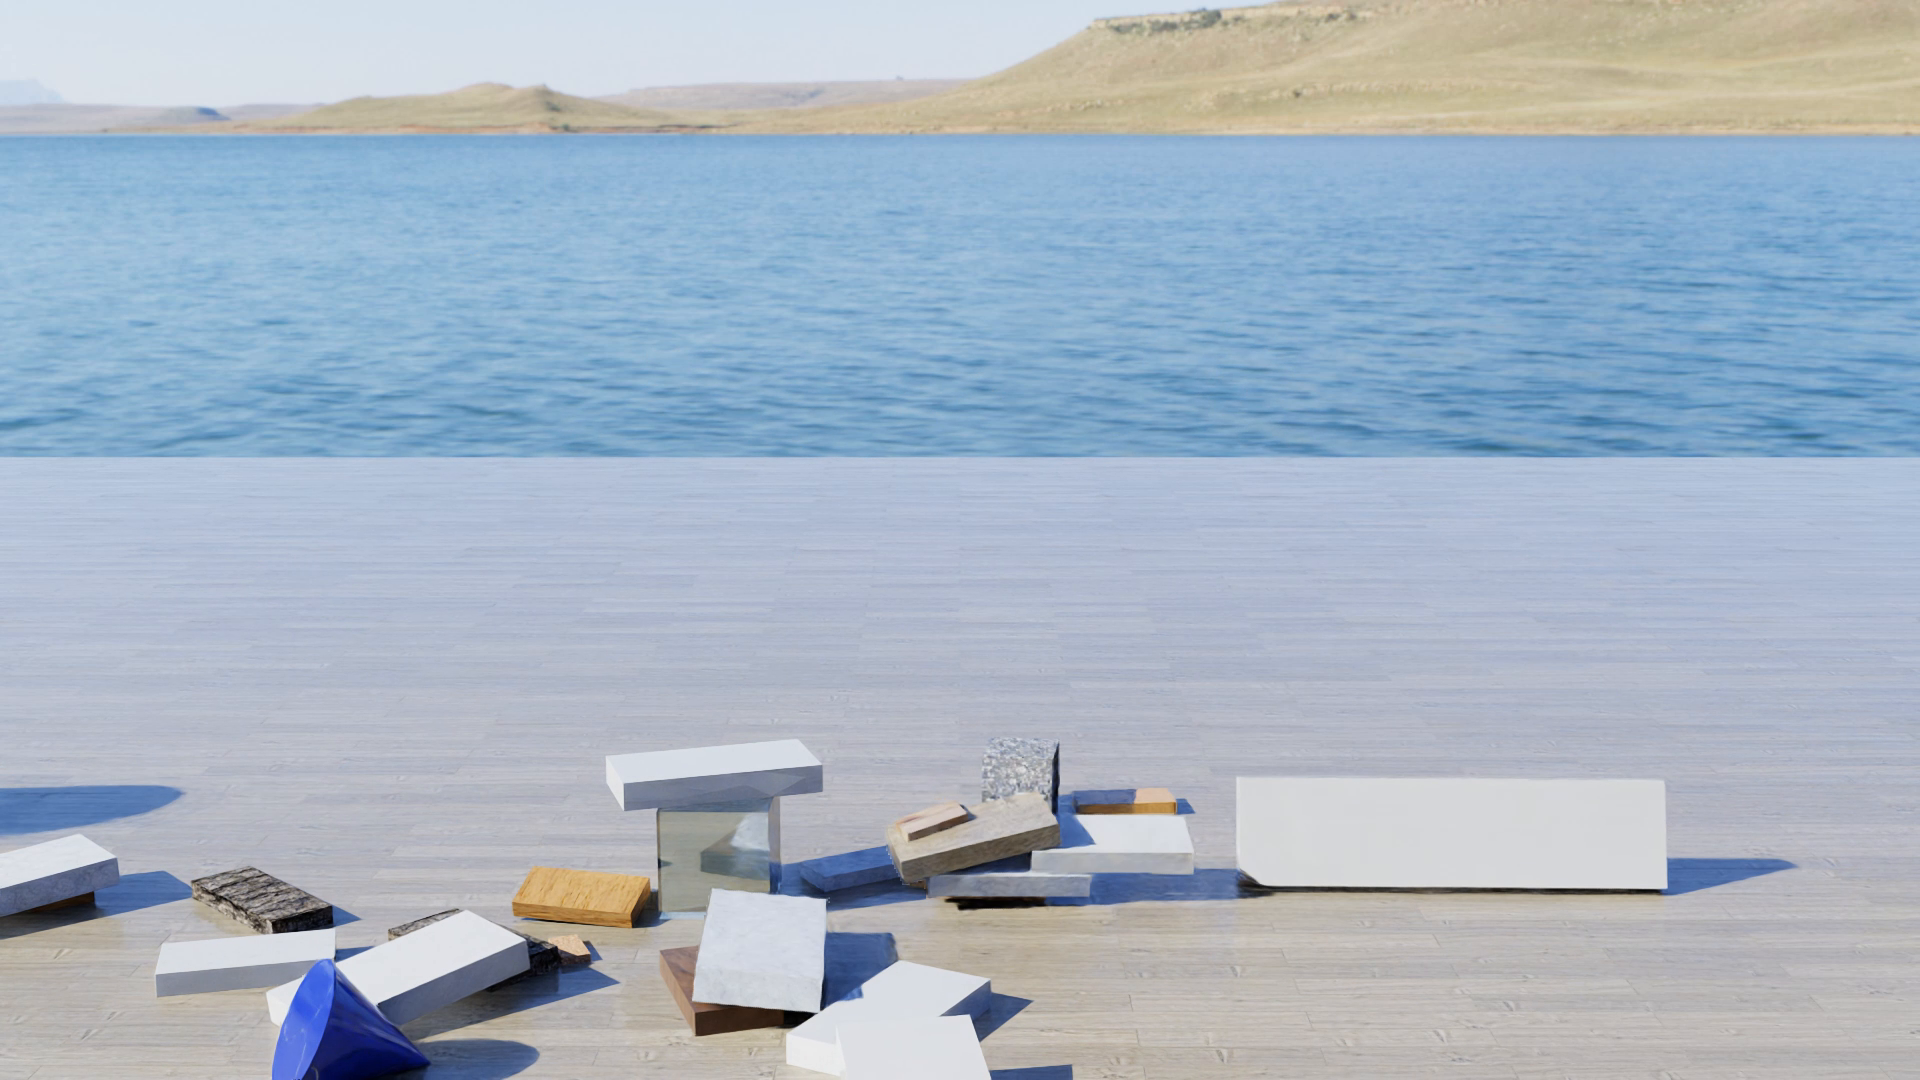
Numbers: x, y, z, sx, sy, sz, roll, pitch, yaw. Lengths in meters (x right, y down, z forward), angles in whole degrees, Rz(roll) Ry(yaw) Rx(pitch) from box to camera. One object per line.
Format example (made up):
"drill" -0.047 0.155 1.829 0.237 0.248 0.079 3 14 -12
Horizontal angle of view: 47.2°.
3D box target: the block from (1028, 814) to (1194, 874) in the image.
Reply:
"block" 0.247 0.504 3.649 0.266 0.038 0.133 1 20 -3

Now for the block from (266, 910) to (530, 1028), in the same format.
"block" -0.809 0.636 3.178 0.329 0.047 0.165 -19 21 -40

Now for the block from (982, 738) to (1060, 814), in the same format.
"block" 0.113 0.448 4.080 0.129 0.129 0.129 1 11 7

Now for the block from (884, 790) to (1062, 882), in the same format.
"block" 0.020 0.486 3.618 0.265 0.038 0.133 -12 20 -10

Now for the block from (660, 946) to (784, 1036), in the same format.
"block" -0.353 0.655 3.223 0.127 0.036 0.254 -4 11 -19

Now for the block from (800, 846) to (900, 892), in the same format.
"block" -0.171 0.560 3.760 0.183 0.026 0.091 -6 12 -31

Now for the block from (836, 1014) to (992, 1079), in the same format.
"block" -0.046 0.712 2.752 0.179 0.051 0.357 -2 18 -10

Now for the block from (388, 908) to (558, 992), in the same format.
"block" -0.748 0.627 3.372 0.254 0.036 0.127 9 14 40

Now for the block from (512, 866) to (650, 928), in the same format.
"block" -0.612 0.578 3.563 0.199 0.028 0.099 4 28 10

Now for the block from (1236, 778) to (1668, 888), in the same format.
"block" 0.822 0.491 3.694 0.708 0.179 0.051 0 -5 1

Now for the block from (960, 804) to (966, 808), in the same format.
"block" 0.021 0.499 3.867 0.110 0.055 0.016 7 13 34

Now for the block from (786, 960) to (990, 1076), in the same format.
"block" -0.096 0.675 3.092 0.153 0.043 0.307 6 12 28

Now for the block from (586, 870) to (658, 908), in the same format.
"block" -0.592 0.579 3.651 0.199 0.028 0.099 1 11 3

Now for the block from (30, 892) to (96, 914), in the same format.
"block" -1.526 0.574 3.680 0.099 0.028 0.199 -7 13 -34

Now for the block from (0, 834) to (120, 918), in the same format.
"block" -1.670 0.586 3.464 0.633 0.047 0.165 -13 17 -40

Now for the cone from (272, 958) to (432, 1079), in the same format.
"cone" -0.795 0.680 2.956 0.187 0.187 0.187 25 -2 -28

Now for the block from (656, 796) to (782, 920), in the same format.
"block" -0.394 0.507 3.621 0.180 0.180 0.180 0 11 1

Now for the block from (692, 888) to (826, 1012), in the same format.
"block" -0.292 0.604 3.261 0.179 0.051 0.357 6 8 -4

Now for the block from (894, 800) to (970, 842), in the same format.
"block" -0.047 0.463 3.627 0.110 0.016 0.055 -17 23 -21

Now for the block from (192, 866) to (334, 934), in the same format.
"block" -1.141 0.590 3.589 0.105 0.030 0.273 -10 15 -44

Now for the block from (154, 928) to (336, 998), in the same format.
"block" -1.074 0.637 3.318 0.254 0.036 0.127 -3 11 -15

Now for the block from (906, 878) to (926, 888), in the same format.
"block" -0.043 0.575 3.711 0.090 0.013 0.045 4 11 22

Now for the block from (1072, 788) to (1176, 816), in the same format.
"block" 0.307 0.493 4.121 0.183 0.026 0.091 -1 11 -6

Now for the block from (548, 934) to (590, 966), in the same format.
"block" -0.604 0.633 3.400 0.045 0.013 0.090 -4 11 -23

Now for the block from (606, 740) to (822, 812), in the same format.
"block" -0.408 0.388 3.645 0.329 0.047 0.165 -3 11 -18

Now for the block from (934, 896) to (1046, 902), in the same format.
"block" 0.048 0.565 3.661 0.183 0.026 0.091 3 19 -3

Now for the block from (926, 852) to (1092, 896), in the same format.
"block" 0.074 0.540 3.640 0.266 0.038 0.133 2 20 -8
